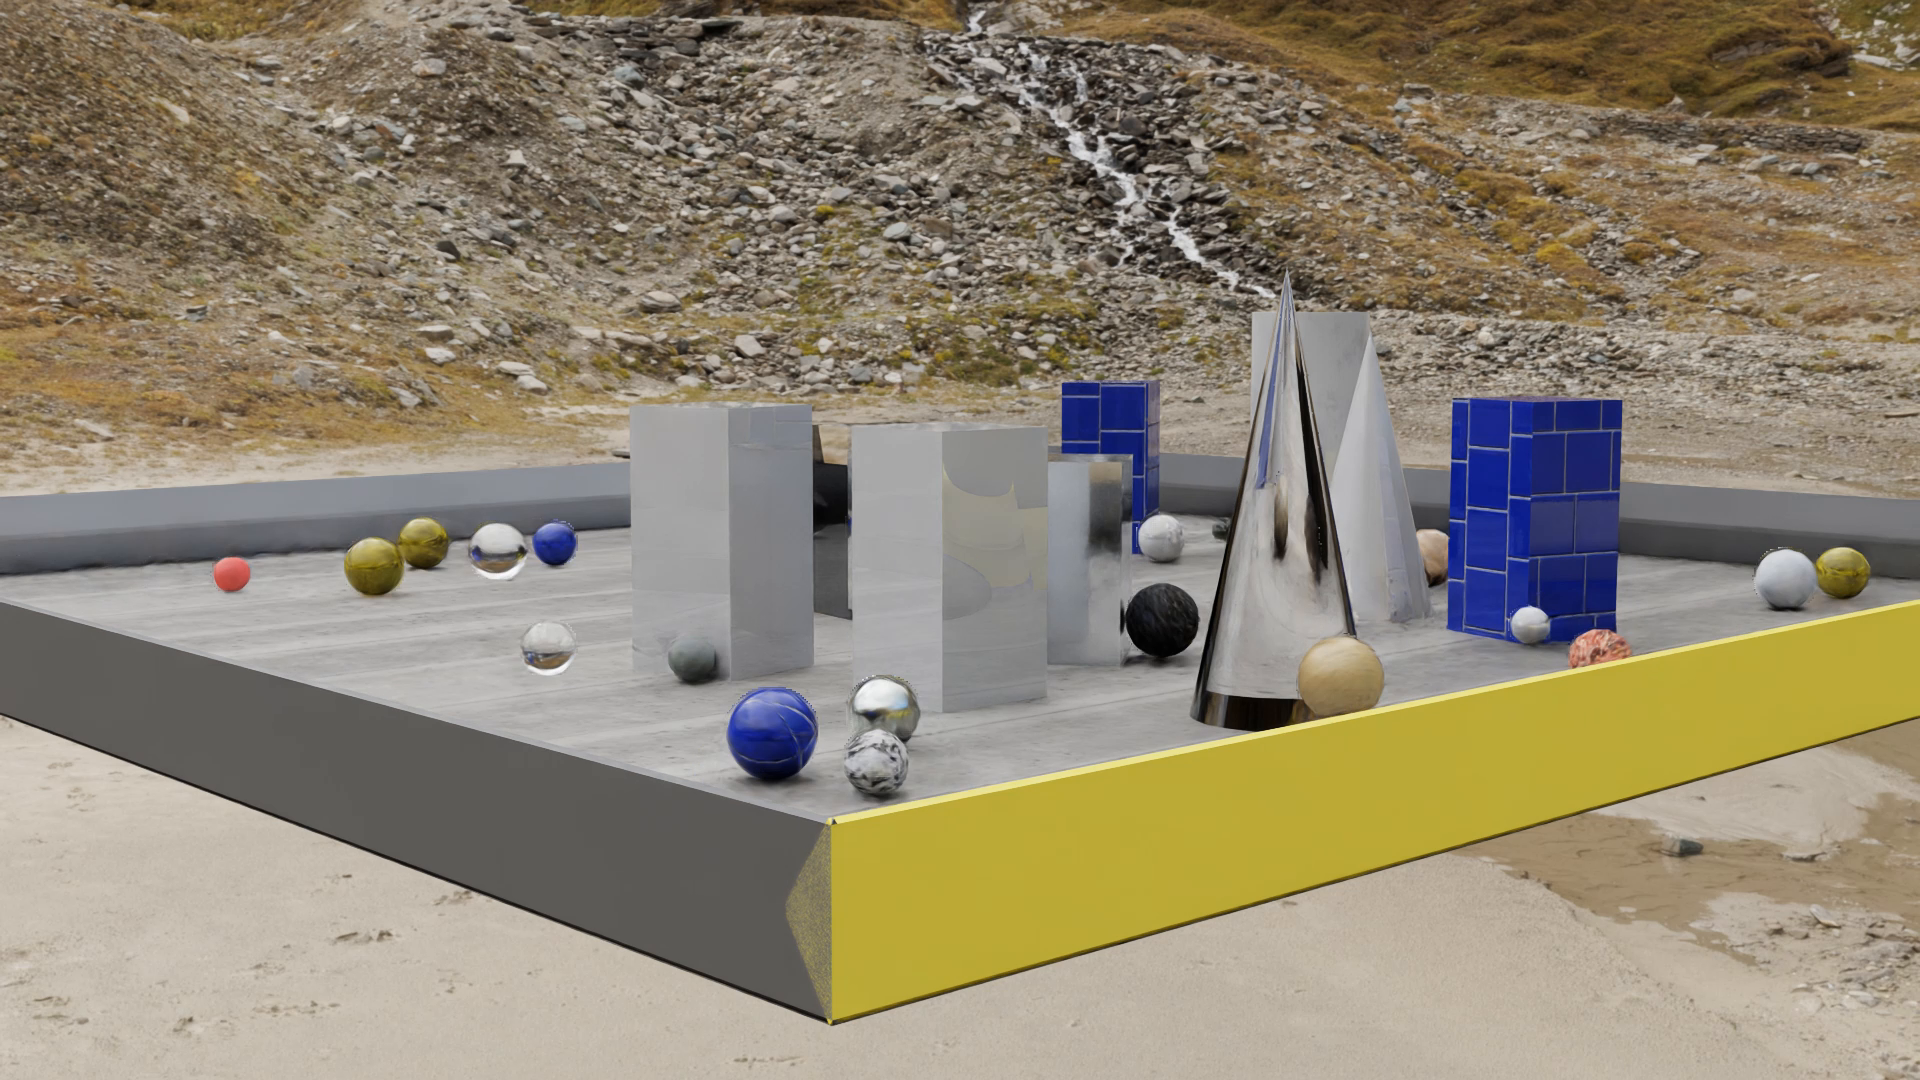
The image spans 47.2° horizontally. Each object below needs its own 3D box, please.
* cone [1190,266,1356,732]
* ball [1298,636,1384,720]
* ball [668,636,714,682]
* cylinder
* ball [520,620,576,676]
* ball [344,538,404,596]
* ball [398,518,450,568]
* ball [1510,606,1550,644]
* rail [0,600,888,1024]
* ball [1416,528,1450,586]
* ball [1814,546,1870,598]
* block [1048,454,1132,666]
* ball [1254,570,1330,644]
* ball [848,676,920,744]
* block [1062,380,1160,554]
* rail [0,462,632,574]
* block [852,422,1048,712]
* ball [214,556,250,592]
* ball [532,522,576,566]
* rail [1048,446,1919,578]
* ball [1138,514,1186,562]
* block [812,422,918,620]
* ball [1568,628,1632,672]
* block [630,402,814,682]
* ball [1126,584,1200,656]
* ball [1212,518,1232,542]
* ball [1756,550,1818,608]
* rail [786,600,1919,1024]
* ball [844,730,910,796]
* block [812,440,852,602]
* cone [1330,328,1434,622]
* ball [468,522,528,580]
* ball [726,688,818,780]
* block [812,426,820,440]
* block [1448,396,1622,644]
[{"bbox_3d":[0.353,-0.051,2.402,0.200,0.493,0.200,0,6,0],"label":"cone"},{"bbox_3d":[0.398,0.145,2.296,0.090,0.090,0.090,0,6,0],"label":"ball"},{"bbox_3d":[-0.323,0.142,2.646,0.055,0.055,0.055,0,6,0],"label":"ball"},{"bbox_3d":[0.597,-0.168,3.767,0.200,0.443,0.200,0,6,0],"label":"cylinder"},{"bbox_3d":[-0.504,0.133,2.692,0.068,0.068,0.068,0,6,0],"label":"ball"},{"bbox_3d":[-0.918,0.042,3.448,0.092,0.092,0.092,0,6,0],"label":"ball"},{"bbox_3d":[-0.931,0.005,3.815,0.089,0.089,0.089,0,6,0],"label":"ball"},{"bbox_3d":[0.755,0.113,2.912,0.051,0.051,0.051,0,6,0],"label":"ball"},{"bbox_3d":[-1.010,0.130,2.405,0.045,0.130,2.796,-5,8,-42],"label":"rail"},{"bbox_3d":[0.759,0.029,3.563,0.094,0.094,0.094,0,6,0],"label":"ball"},{"bbox_3d":[1.369,0.051,3.414,0.081,0.081,0.081,0,6,0],"label":"ball"},{"bbox_3d":[0.136,0.022,2.841,0.160,0.257,0.160,1,6,9],"label":"block"},{"bbox_3d":[0.444,0.090,2.944,0.100,0.100,0.100,0,6,0],"label":"ball"},{"bbox_3d":[-0.078,0.176,2.239,0.074,0.074,0.074,0,6,0],"label":"ball"},{"bbox_3d":[0.283,-0.139,4.118,0.160,0.314,0.160,1,6,13],"label":"block"},{"bbox_3d":[-0.932,-0.071,4.336,2.797,0.130,0.045,-5,8,-42],"label":"rail"},{"bbox_3d":[-0.012,0.025,2.541,0.160,0.313,0.160,-5,8,-41],"label":"block"},{"bbox_3d":[-1.159,0.054,3.500,0.056,0.056,0.056,0,6,0],"label":"ball"},{"bbox_3d":[-0.712,0.007,3.861,0.076,0.076,0.076,0,6,0],"label":"ball"},{"bbox_3d":[1.010,-0.063,4.259,0.045,0.130,2.796,-5,8,-42],"label":"rail"},{"bbox_3d":[0.359,-0.003,3.917,0.084,0.084,0.084,0,6,0],"label":"ball"},{"bbox_3d":[-0.108,-0.029,3.232,0.160,0.278,0.160,-4,7,-34],"label":"block"},{"bbox_3d":[0.753,0.141,2.586,0.073,0.073,0.073,0,6,0],"label":"ball"},{"bbox_3d":[-0.296,-0.004,2.743,0.160,0.329,0.160,4,7,35],"label":"block"},{"bbox_3d":[0.260,0.103,2.820,0.094,0.094,0.094,0,6,0],"label":"ball"},{"bbox_3d":[0.509,-0.018,4.241,0.046,0.046,0.046,0,6,0],"label":"ball"},{"bbox_3d":[1.243,0.058,3.307,0.088,0.088,0.088,0,6,0],"label":"ball"},{"bbox_3d":[0.932,0.138,2.327,2.797,0.130,0.045,-5,8,-42],"label":"rail"},{"bbox_3d":[-0.077,0.205,2.026,0.061,0.061,0.061,0,6,0],"label":"ball"},{"bbox_3d":[-0.243,-0.033,3.452,0.160,0.240,0.160,2,6,16],"label":"block"},{"bbox_3d":[0.602,-0.102,3.242,0.200,0.420,0.200,0,6,0],"label":"cone"},{"bbox_3d":[-0.767,0.019,3.648,0.096,0.096,0.096,0,6,0],"label":"ball"},{"bbox_3d":[-0.179,0.185,2.094,0.087,0.087,0.087,0,6,0],"label":"ball"},{"bbox_3d":[-0.357,-0.076,3.832,0.160,0.246,0.160,5,8,39],"label":"block"},{"bbox_3d":[0.792,-0.032,3.037,0.160,0.325,0.160,-3,7,-28],"label":"block"}]
